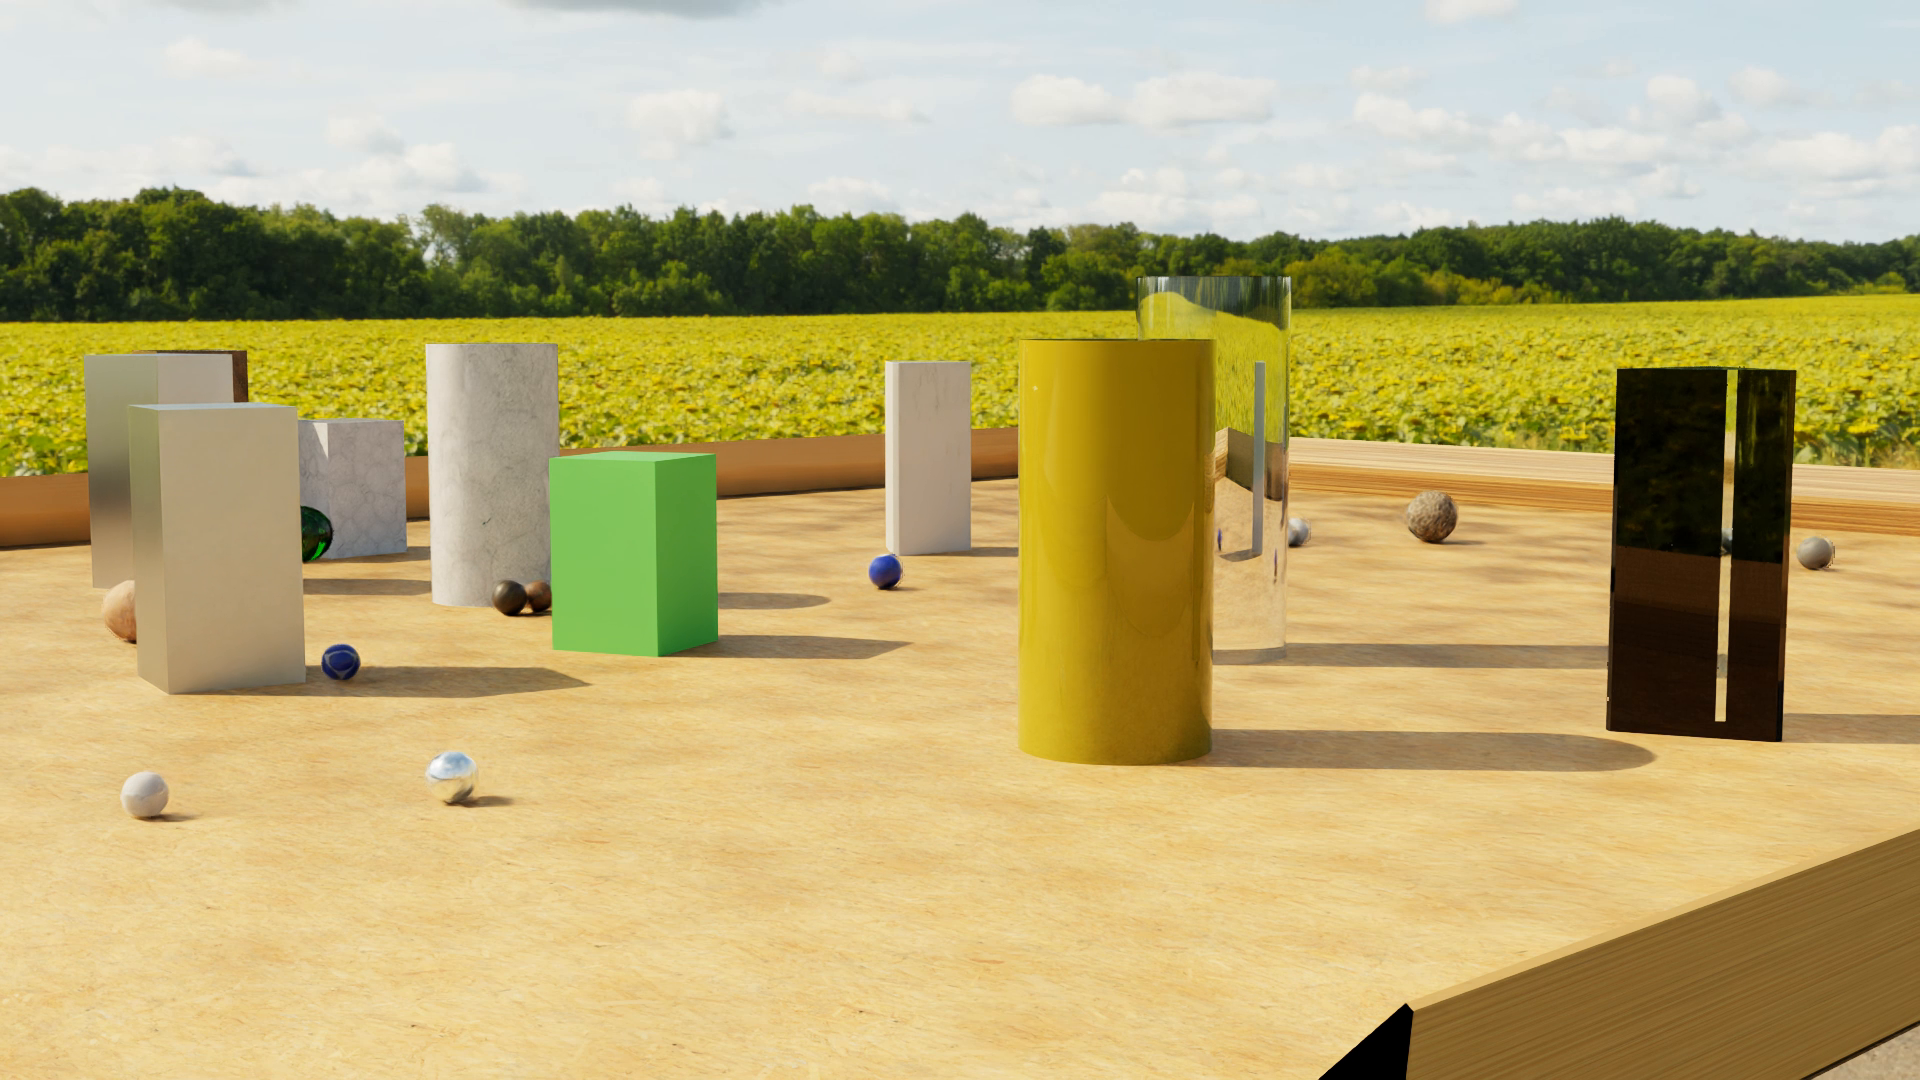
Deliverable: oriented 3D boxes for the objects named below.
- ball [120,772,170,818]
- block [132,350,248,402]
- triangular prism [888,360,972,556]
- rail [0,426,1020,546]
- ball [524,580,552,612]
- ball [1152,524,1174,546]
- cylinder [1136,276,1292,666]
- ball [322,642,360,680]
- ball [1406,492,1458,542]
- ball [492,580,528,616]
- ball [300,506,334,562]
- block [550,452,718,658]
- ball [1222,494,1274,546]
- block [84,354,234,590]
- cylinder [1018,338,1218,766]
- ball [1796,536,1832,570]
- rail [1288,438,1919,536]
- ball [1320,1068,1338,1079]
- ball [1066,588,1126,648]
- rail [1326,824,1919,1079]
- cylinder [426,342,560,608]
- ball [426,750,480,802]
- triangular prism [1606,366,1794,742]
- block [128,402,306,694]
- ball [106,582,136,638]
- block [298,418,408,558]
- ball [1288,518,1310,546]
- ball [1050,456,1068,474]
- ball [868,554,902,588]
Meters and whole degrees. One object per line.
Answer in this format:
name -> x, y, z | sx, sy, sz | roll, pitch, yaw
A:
ball -> -0.718, 0.224, 1.940 | 0.041, 0.041, 0.041 | 0, 6, 0
block -> -1.400, -0.159, 4.012 | 0.159, 0.373, 0.159 | -4, 7, -35
triangular prism -> -0.093, -0.157, 4.101 | 0.173, 0.351, 0.149 | -4, 7, -37
rail -> -1.244, -0.106, 4.673 | 4.174, 0.129, 0.045 | -5, 8, -42
ball -> -0.626, 0.083, 3.266 | 0.047, 0.047, 0.047 | 0, 6, 0
ball -> 0.385, -0.008, 4.166 | 0.041, 0.041, 0.041 | 0, 6, 0
cylinder -> 0.325, -0.095, 2.846 | 0.199, 0.488, 0.199 | 0, 6, 0
ball -> -0.748, 0.147, 2.659 | 0.045, 0.045, 0.045 | 0, 6, 0
ball -> 0.911, -0.044, 4.247 | 0.097, 0.097, 0.097 | 0, 6, 0
ball -> -0.662, 0.085, 3.229 | 0.051, 0.051, 0.051 | 0, 6, 0
ball -> -1.168, -0.011, 3.917 | 0.099, 0.099, 0.099 | 0, 6, 0
block -> -0.432, 0.015, 2.928 | 0.159, 0.253, 0.159 | 3, 6, 23
ball -> 0.549, -0.039, 4.185 | 0.100, 0.100, 0.100 | 0, 6, 0
block -> -1.292, -0.113, 3.565 | 0.159, 0.374, 0.159 | 3, 7, 26
cylinder -> 0.159, 0.005, 2.238 | 0.199, 0.416, 0.199 | 0, 6, 0
ball -> 1.475, 0.023, 3.795 | 0.057, 0.057, 0.057 | 0, 6, 0
rail -> 1.517, -0.111, 4.724 | 0.045, 0.129, 3.716 | -5, 8, -42
ball -> 0.202, 0.298, 1.100 | 0.068, 0.068, 0.068 | 0, 6, 0
ball -> 0.180, 0.104, 2.914 | 0.079, 0.079, 0.079 | 0, 6, 0
rail -> 1.244, 0.173, 1.991 | 4.174, 0.129, 0.045 | -5, 8, -42
cylinder -> -0.719, -0.105, 3.395 | 0.199, 0.394, 0.199 | 0, 6, 0
ball -> -0.461, 0.215, 2.000 | 0.047, 0.047, 0.047 | 0, 6, 0
triangular prism -> 0.796, 0.008, 2.359 | 0.173, 0.384, 0.149 | 2, 6, 21
block -> -0.897, 0.004, 2.652 | 0.159, 0.331, 0.159 | -4, 7, -32
ball -> -1.117, 0.095, 2.980 | 0.074, 0.074, 0.074 | 0, 6, 0
block -> -1.138, -0.099, 4.061 | 0.159, 0.244, 0.159 | 5, 8, 42
ball -> 0.641, -0.016, 4.193 | 0.051, 0.051, 0.051 | 0, 6, 0
ball -> 0.273, -0.206, 6.028 | 0.051, 0.051, 0.051 | 0, 6, 0
ball -> -0.121, 0.051, 3.536 | 0.055, 0.055, 0.055 | 0, 6, 0
